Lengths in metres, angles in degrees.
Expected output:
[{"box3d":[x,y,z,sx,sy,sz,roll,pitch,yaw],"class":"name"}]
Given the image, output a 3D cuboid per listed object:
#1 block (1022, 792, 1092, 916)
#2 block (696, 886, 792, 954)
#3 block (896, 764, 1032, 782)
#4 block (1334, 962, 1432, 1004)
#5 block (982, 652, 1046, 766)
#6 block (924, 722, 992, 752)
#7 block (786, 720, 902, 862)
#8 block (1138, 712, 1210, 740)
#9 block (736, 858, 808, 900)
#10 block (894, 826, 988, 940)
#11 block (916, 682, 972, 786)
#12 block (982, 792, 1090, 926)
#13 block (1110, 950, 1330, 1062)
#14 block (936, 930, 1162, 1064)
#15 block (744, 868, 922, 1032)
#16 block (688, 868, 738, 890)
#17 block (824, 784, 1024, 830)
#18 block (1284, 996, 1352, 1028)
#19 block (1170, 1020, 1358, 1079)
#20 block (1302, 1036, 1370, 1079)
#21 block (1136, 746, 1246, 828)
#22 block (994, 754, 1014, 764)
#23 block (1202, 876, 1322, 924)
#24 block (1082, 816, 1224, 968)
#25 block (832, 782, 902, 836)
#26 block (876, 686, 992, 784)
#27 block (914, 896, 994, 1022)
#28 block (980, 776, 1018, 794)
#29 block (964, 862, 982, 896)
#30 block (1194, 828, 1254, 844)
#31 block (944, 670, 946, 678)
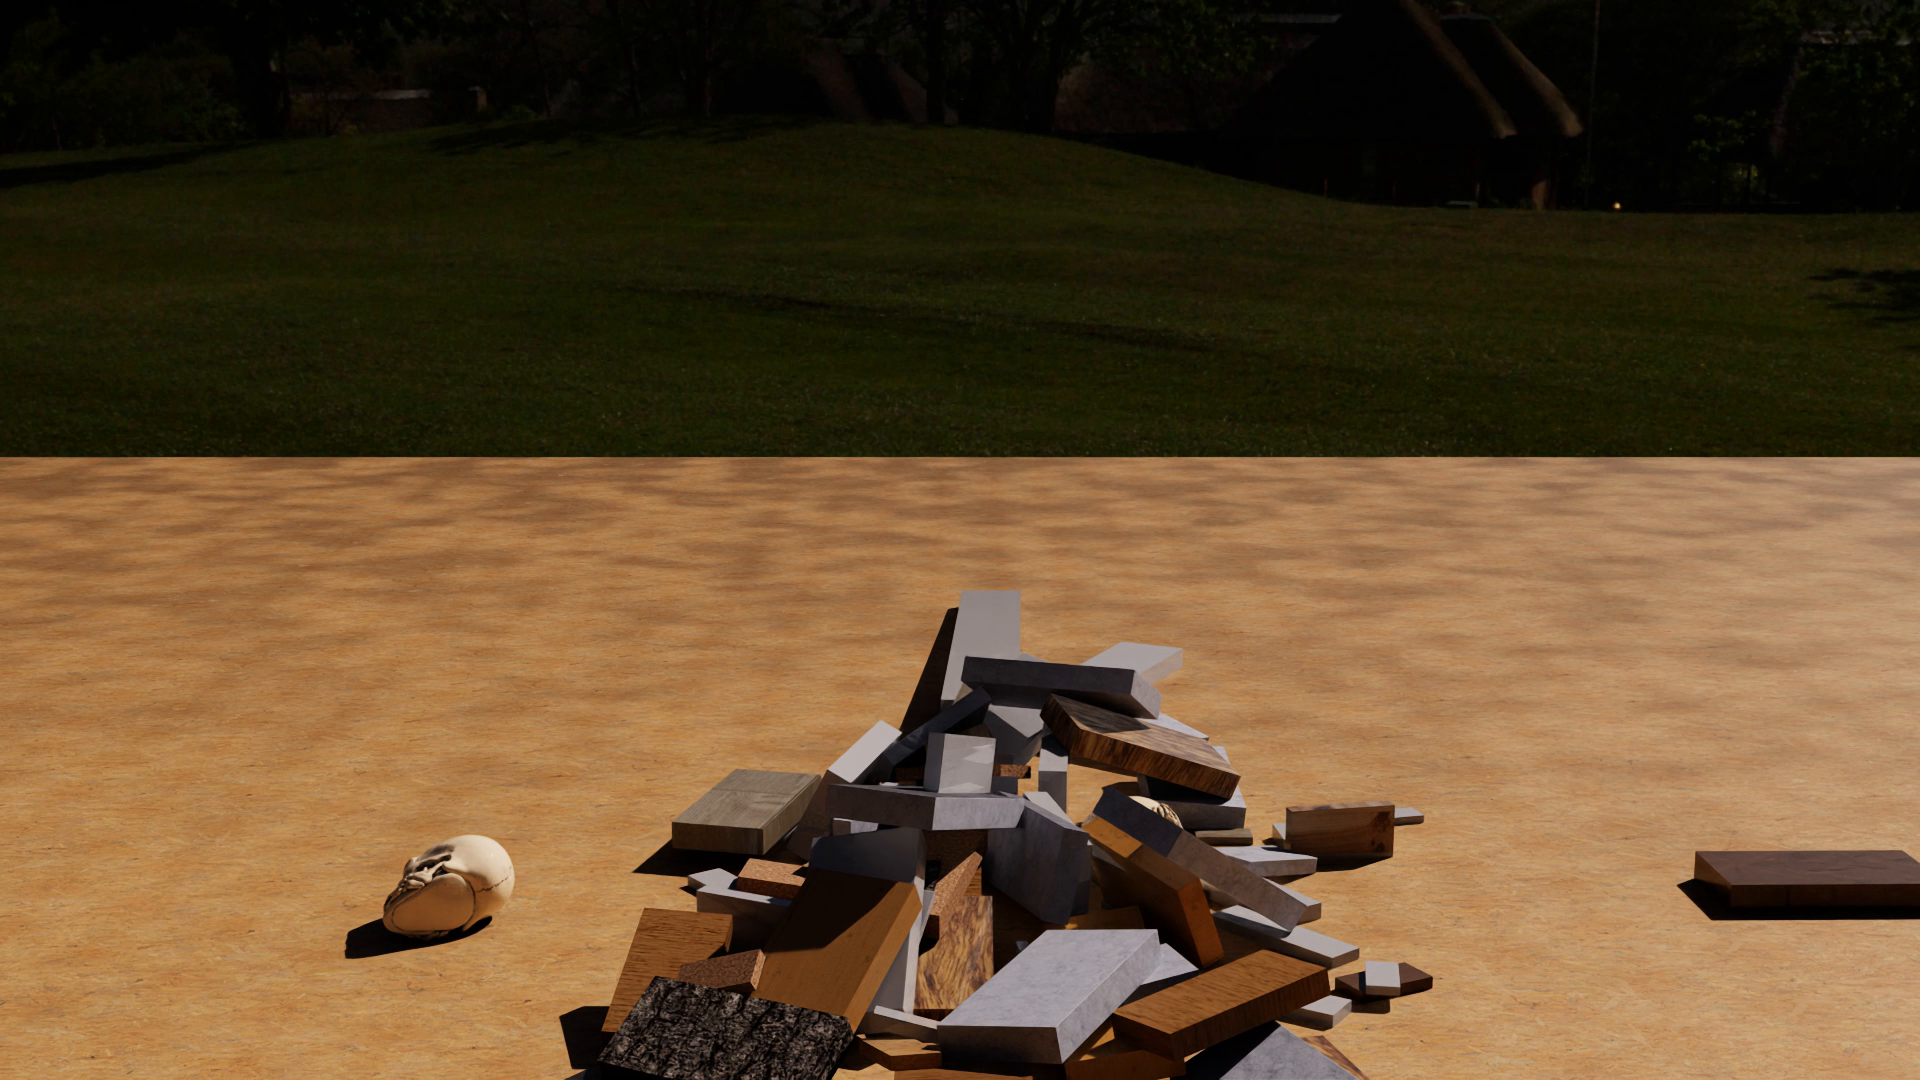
[{"box3d":[0.154,0.526,3.612,0.041,0.145,0.291,1,10,-13],"class":"block"},{"box3d":[-0.307,0.575,3.275,0.182,0.091,0.026,5,12,25],"class":"block"},{"box3d":[0.005,0.416,3.929,0.257,0.022,0.079,-7,-11,43],"class":"block"},{"box3d":[0.628,0.657,3.260,0.131,0.018,0.065,-6,12,-27],"class":"block"},{"box3d":[0.106,0.340,4.225,0.154,0.044,0.309,20,41,27],"class":"block"},{"box3d":[0.002,0.375,3.975,0.115,0.033,0.230,-20,-10,0],"class":"block"},{"box3d":[-0.206,0.448,3.969,0.047,0.167,0.334,30,16,7],"class":"block"},{"box3d":[0.345,0.377,4.523,0.154,0.044,0.309,-3,20,-42],"class":"block"},{"box3d":[-0.269,0.569,3.651,0.186,0.026,0.093,8,11,5],"class":"block"},{"box3d":[-0.062,0.513,3.365,0.142,0.040,0.283,5,21,14],"class":"block"},{"box3d":[0.038,0.392,4.230,0.154,0.044,0.309,10,37,14],"class":"block"},{"box3d":[0.114,0.508,3.550,0.041,0.145,0.386,14,-1,-14],"class":"block"},{"box3d":[0.344,0.610,2.897,0.263,0.037,0.131,-15,9,-30],"class":"block"},{"box3d":[0.125,0.602,2.922,0.170,0.048,0.340,-6,9,28],"class":"block"},{"box3d":[-0.198,0.602,3.049,0.167,0.047,0.334,5,40,26],"class":"block"},{"box3d":[-0.396,0.579,3.677,0.063,0.018,0.125,-8,13,-37],"class":"block"},{"box3d":[-0.046,0.411,3.382,0.167,0.047,0.445,5,-5,19],"class":"block"},{"box3d":[0.490,0.671,3.180,0.134,0.019,0.067,7,12,32],"class":"block"},{"box3d":[0.399,0.701,2.757,0.153,0.043,0.307,-29,17,-15],"class":"block"},{"box3d":[0.468,0.699,2.863,0.095,0.027,0.190,-2,11,-15],"class":"block"},{"box3d":[0.429,0.460,4.145,0.173,0.049,0.346,5,13,-1],"class":"block"},{"box3d":[0.050,0.407,3.992,0.079,0.022,0.157,6,-13,-3],"class":"block"},{"box3d":[0.492,0.588,3.604,0.095,0.027,0.190,-7,12,-32],"class":"block"},{"box3d":[0.298,0.549,3.444,0.041,0.145,0.291,-28,23,-19],"class":"block"},{"box3d":[-0.158,0.507,3.802,0.033,0.115,0.230,4,11,20],"class":"block"},{"box3d":[-0.049,0.366,4.068,0.230,0.033,0.115,-33,-19,-23],"class":"block"},{"box3d":[-0.022,0.618,3.225,0.142,0.040,0.283,0,24,0],"class":"block"},{"box3d":[0.022,0.435,3.868,0.111,0.031,0.221,2,-8,-12],"class":"block"},{"box3d":[-0.038,0.566,3.420,0.142,0.040,0.283,0,31,0],"class":"block"},{"box3d":[0.472,0.532,3.943,0.101,0.014,0.050,0,11,0],"class":"block"},{"box3d":[0.027,0.323,4.833,0.120,0.034,0.239,0,7,-1],"class":"block"}]
